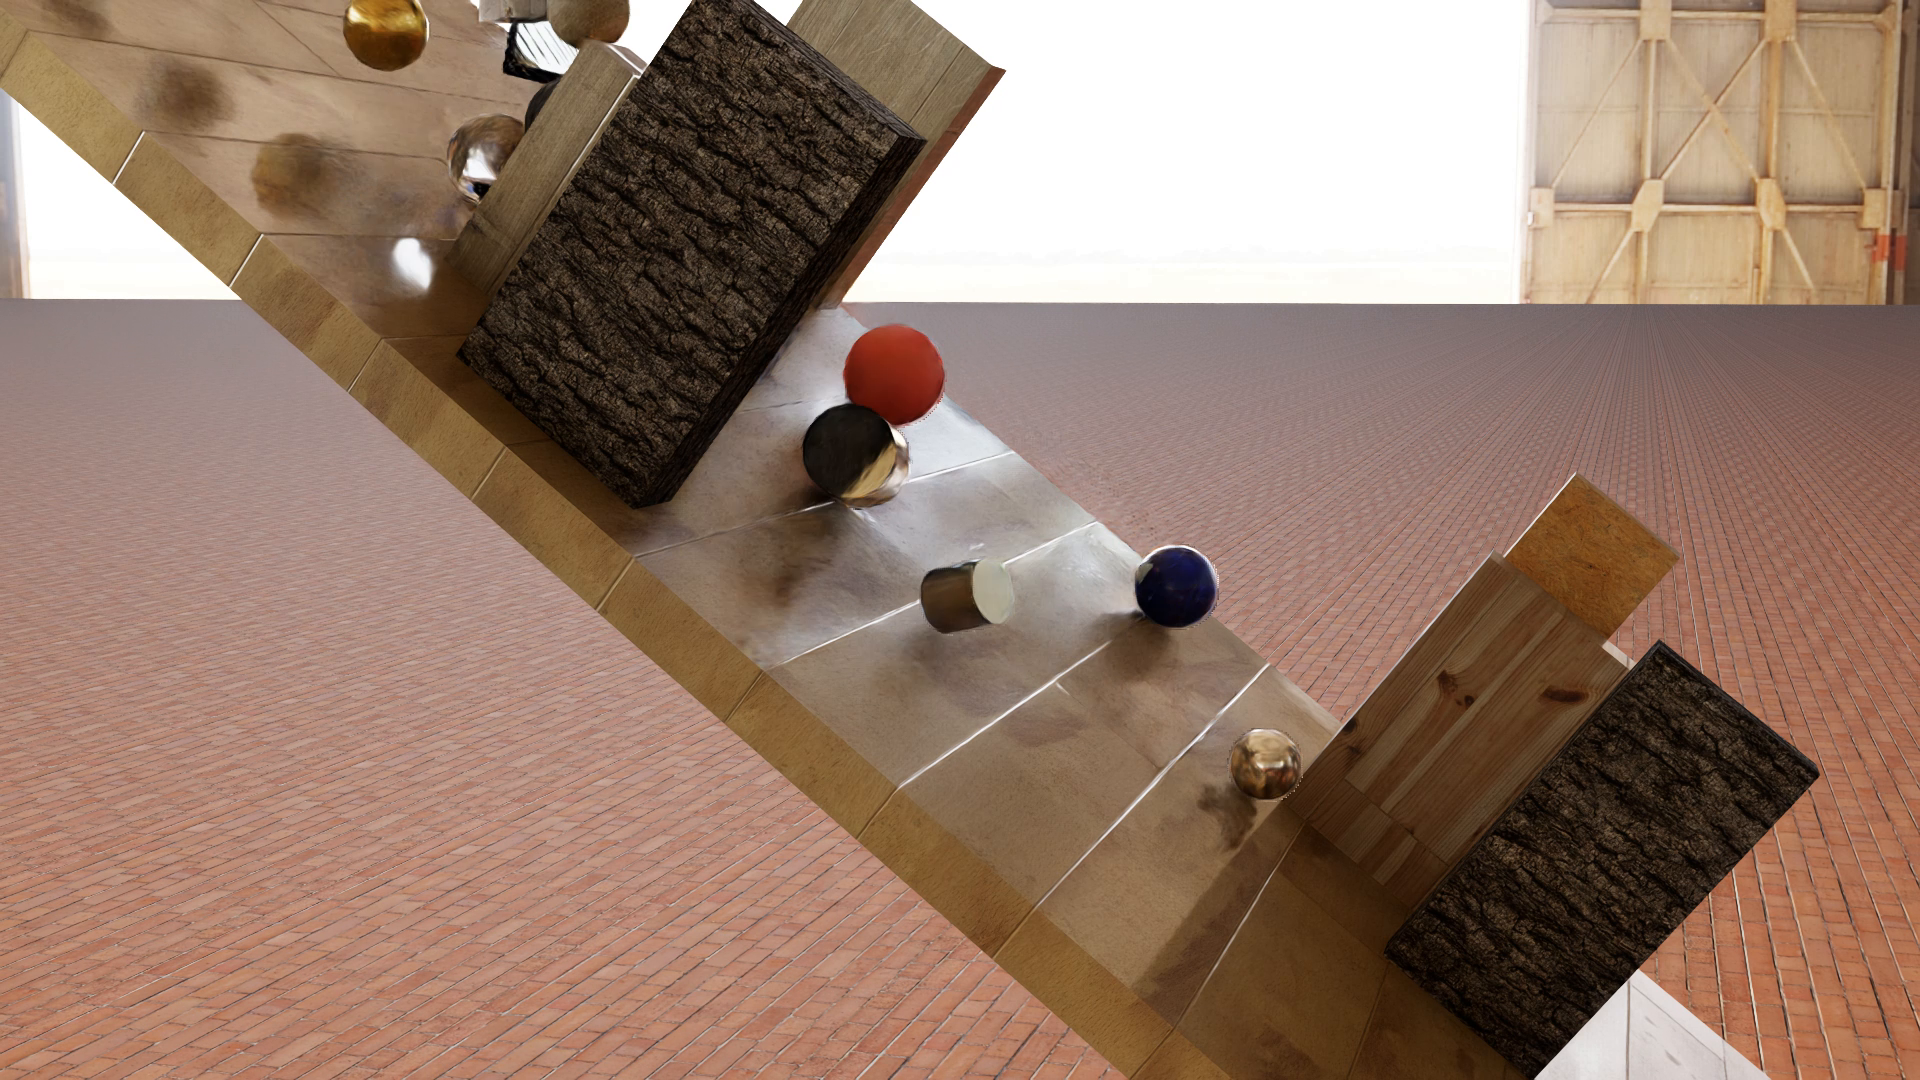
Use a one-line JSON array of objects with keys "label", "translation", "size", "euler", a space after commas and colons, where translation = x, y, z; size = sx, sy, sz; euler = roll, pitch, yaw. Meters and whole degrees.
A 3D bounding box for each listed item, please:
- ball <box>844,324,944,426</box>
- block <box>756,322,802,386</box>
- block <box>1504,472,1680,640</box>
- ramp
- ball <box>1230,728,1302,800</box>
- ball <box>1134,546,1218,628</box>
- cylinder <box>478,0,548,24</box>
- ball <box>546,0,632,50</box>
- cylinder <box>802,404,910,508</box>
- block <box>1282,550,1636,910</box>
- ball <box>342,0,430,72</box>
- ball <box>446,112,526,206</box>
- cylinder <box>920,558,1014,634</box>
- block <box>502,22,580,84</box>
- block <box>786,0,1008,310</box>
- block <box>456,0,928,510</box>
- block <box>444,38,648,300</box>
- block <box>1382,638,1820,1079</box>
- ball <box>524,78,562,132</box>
[{"label": "ball", "translation": [-0.134, -0.335, 4.468], "size": [0.205, 0.205, 0.205], "euler": [0, 7, 0]}, {"label": "block", "translation": [-0.413, -0.414, 4.205], "size": [0.142, 0.142, 0.142], "euler": [28, 18, -30]}, {"label": "block", "translation": [1.035, 0.251, 4.274], "size": [0.246, 0.786, 0.088], "euler": [40, 16, 9]}, {"label": "ramp", "translation": [-0.034, 0.089, 4.056], "size": [4.000, 0.100, 2.000], "euler": [40, 16, 9]}, {"label": "ball", "translation": [0.556, 0.409, 4.008], "size": [0.130, 0.130, 0.130], "euler": [0, 7, 0]}, {"label": "ball", "translation": [0.449, 0.097, 4.572], "size": [0.173, 0.173, 0.173], "euler": [0, 7, 0]}, {"label": "cylinder", "translation": [-0.858, -1.109, 4.308], "size": [0.177, 0.177, 0.177], "euler": [-3, 10, 0]}, {"label": "ball", "translation": [-0.705, -1.011, 4.179], "size": [0.161, 0.161, 0.161], "euler": [0, 7, 0]}, {"label": "cylinder", "translation": [-0.180, -0.146, 3.845], "size": [0.162, 0.162, 0.162], "euler": [1, -5, 8]}, {"label": "block", "translation": [0.943, 0.376, 4.069], "size": [0.390, 0.599, 0.124], "euler": [40, 16, 9]}, {"label": "ball", "translation": [-1.033, -0.920, 3.956], "size": [0.151, 0.151, 0.151], "euler": [0, 7, 0]}, {"label": "ball", "translation": [-0.841, -0.685, 3.983], "size": [0.176, 0.176, 0.176], "euler": [0, 7, 0]}, {"label": "cylinder", "translation": [0.012, 0.093, 3.667], "size": [0.111, 0.111, 0.111], "euler": [-12, -2, 38]}, {"label": "block", "translation": [-0.834, -1.034, 4.517], "size": [0.158, 0.158, 0.158], "euler": [14, 25, -5]}, {"label": "block", "translation": [-0.274, -0.922, 4.957], "size": [0.441, 0.670, 0.123], "euler": [40, 16, 9]}, {"label": "block", "translation": [-0.406, -0.432, 3.274], "size": [0.369, 0.686, 0.131], "euler": [40, 16, 9]}, {"label": "block", "translation": [-0.547, -0.512, 3.634], "size": [0.422, 0.445, 0.149], "euler": [40, 16, 9]}, {"label": "block", "translation": [1.062, 0.539, 3.680], "size": [0.320, 0.703, 0.085], "euler": [40, 16, 9]}, {"label": "ball", "translation": [-0.667, -0.717, 3.809], "size": [0.172, 0.172, 0.172], "euler": [0, 7, 0]}]
